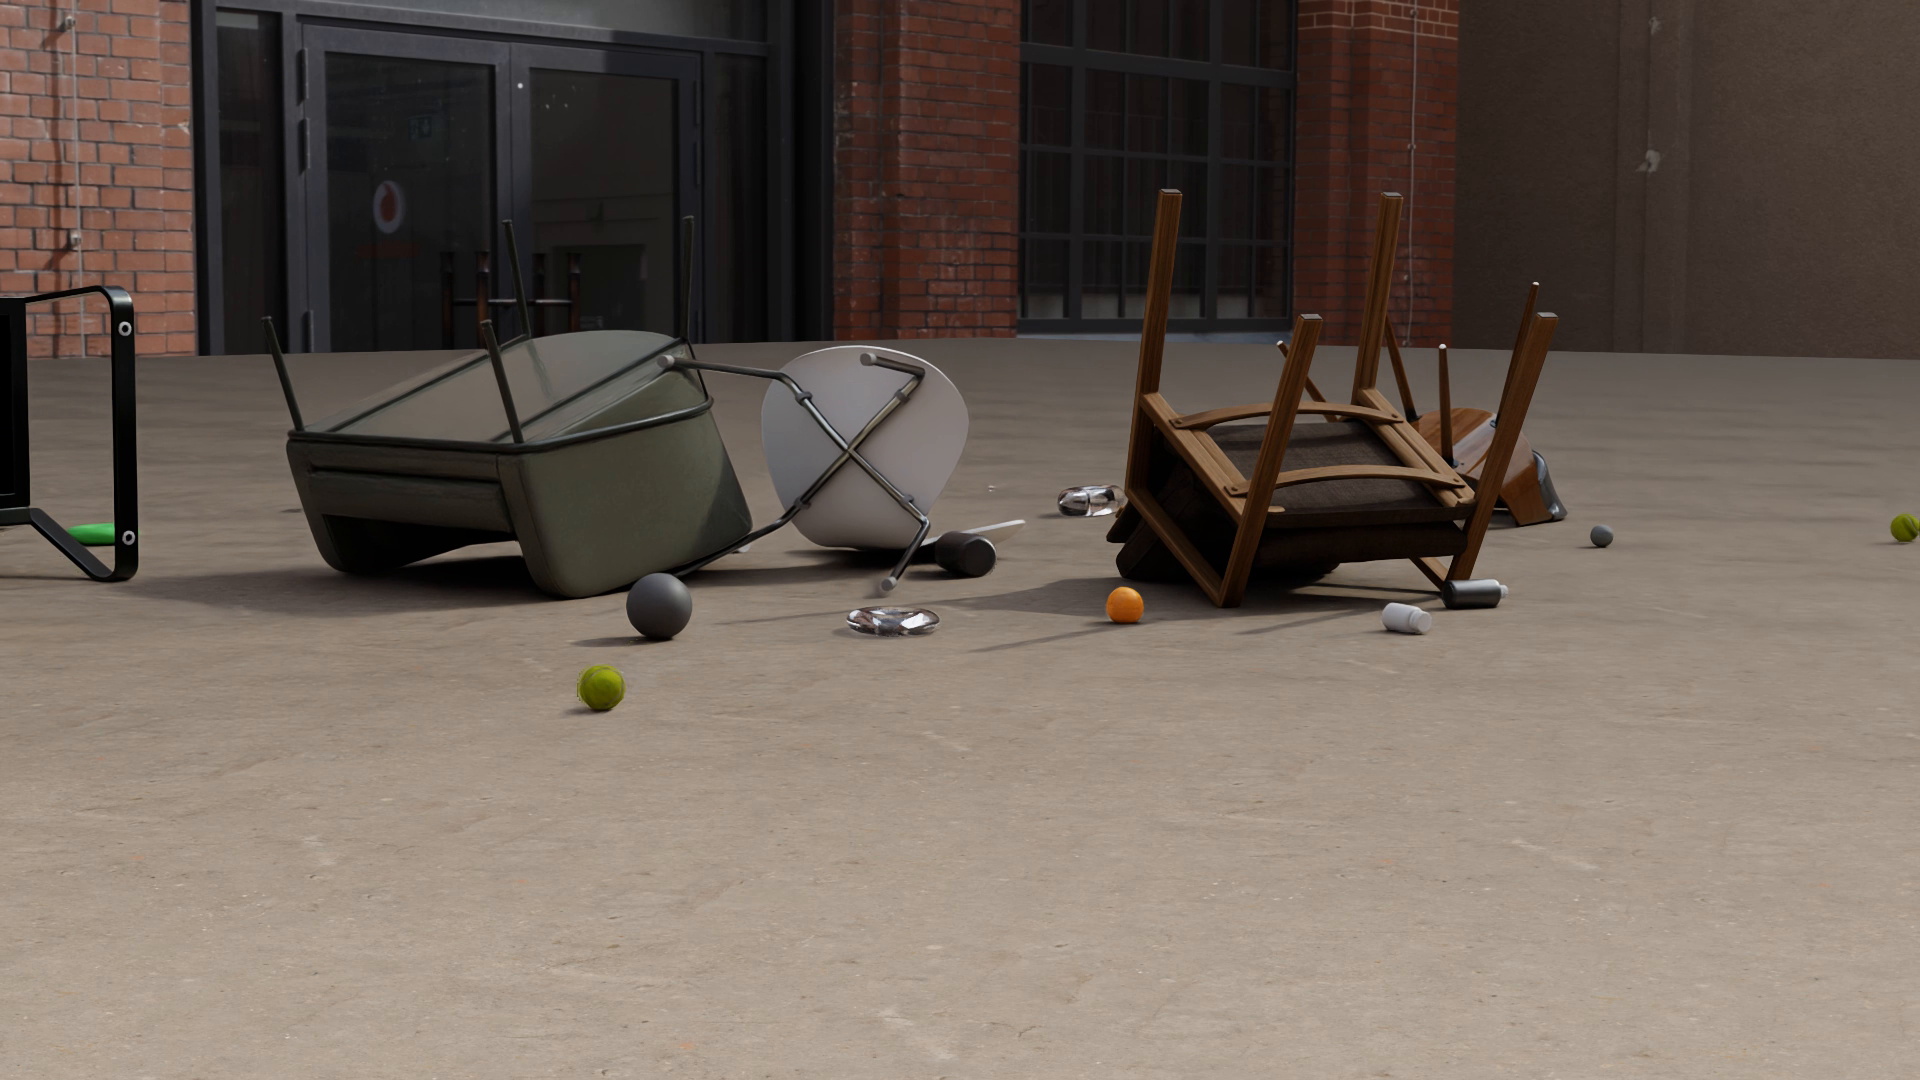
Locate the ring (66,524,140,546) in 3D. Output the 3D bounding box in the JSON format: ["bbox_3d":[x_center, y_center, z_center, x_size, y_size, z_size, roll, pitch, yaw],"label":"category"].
[{"bbox_3d":[-2.120,-0.014,6.341,0.176,0.044,0.177,-6,7,-40],"label":"ring"}]

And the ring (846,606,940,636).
[{"bbox_3d":[-0.124,0.150,4.767,0.173,0.039,0.206,-1,5,-14],"label":"ring"}]

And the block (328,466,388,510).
[{"bbox_3d":[-1.703,-0.147,7.265,0.143,0.117,0.111,0,6,1],"label":"block"}]

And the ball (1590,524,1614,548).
[{"bbox_3d":[1.562,-0.010,6.243,0.055,0.055,0.055,0,6,0],"label":"ball"}]

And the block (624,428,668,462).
[{"bbox_3d":[-1.115,-0.336,9.122,0.092,0.113,0.130,-5,8,-42],"label":"block"}]

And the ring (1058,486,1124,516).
[{"bbox_3d":[0.365,-0.110,7.124,0.139,0.074,0.308,2,5,31],"label":"ring"}]

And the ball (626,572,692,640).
[{"bbox_3d":[-0.546,0.120,4.661,0.120,0.120,0.120,0,6,0],"label":"ball"}]

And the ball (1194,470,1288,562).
[{"bbox_3d":[0.644,-0.054,5.897,0.214,0.214,0.214,0,6,0],"label":"ball"}]
